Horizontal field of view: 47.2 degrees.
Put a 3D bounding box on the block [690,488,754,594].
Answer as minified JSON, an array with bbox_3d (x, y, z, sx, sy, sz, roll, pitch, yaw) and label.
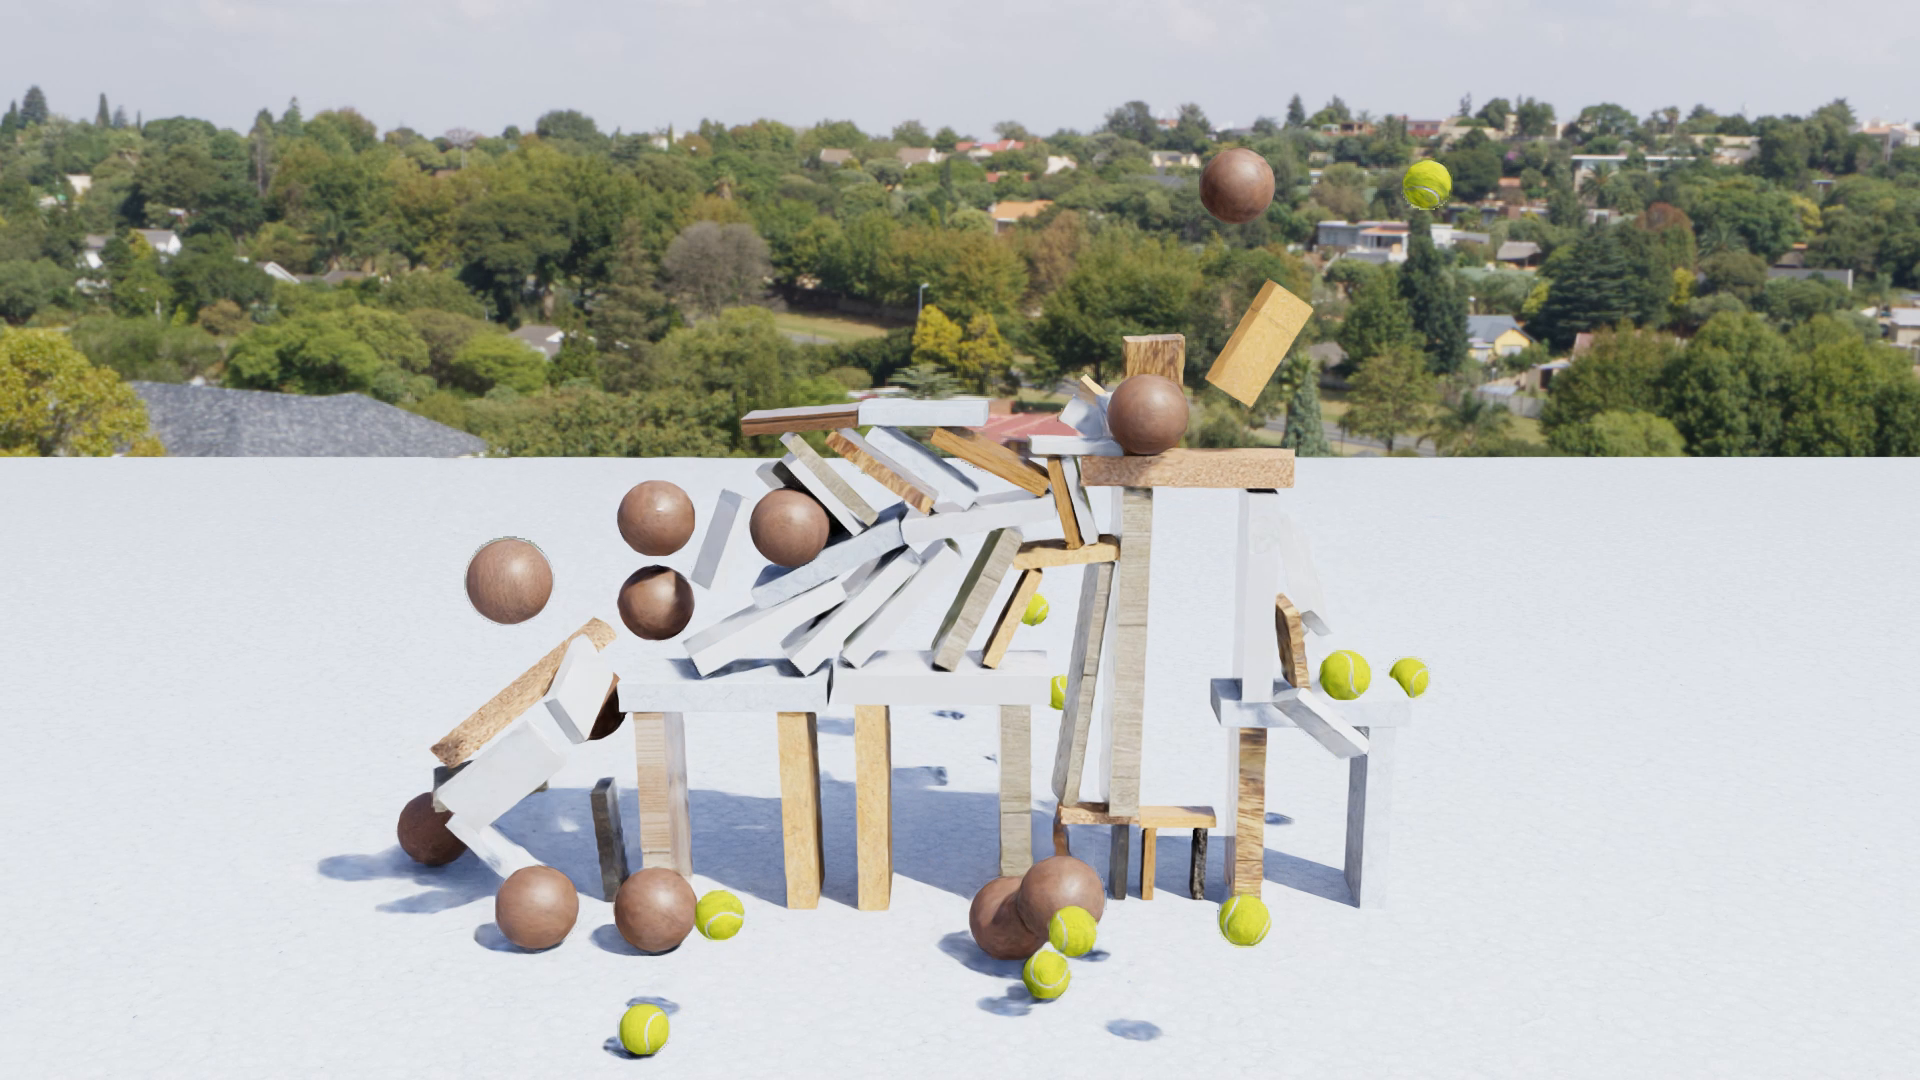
[{"bbox_3d":[-0.387,0.001,3.571,0.023,0.159,0.080,19,2,-33],"label":"block"}]

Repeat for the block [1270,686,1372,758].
[{"bbox_3d":[0.572,0.290,3.483,0.150,0.021,0.075,39,-24,-13],"label":"block"}]

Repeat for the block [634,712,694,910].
[{"bbox_3d":[-0.490,0.425,3.642,0.047,0.334,0.167,-1,10,4],"label":"block"}]

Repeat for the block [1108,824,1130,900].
[{"bbox_3d":[0.265,0.524,3.659,0.018,0.131,0.065,1,9,-6],"label":"block"}]

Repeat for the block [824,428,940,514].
[{"bbox_3d":[-0.125,-0.118,3.561,0.200,0.027,0.095,35,12,-4],"label":"block"}]

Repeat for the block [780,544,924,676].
[{"bbox_3d":[-0.178,0.104,3.613,0.268,0.038,0.134,-44,15,-2],"label":"block"}]

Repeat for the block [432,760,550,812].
[{"bbox_3d":[-0.779,0.397,3.653,0.186,0.026,0.093,-11,30,-6],"label":"block"}]

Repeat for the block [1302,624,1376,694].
[{"bbox_3d":[0.607,0.191,3.587,0.150,0.021,0.075,39,2,-14],"label":"block"}]

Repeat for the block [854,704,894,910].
[{"bbox_3d":[-0.142,0.419,3.642,0.049,0.346,0.173,-1,11,1],"label":"block"}]

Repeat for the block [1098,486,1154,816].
[{"bbox_3d":[0.272,0.172,3.628,0.048,0.538,0.168,2,7,-3],"label":"block"}]

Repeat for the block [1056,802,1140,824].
[{"bbox_3d":[0.229,0.451,3.635,0.131,0.018,0.065,1,9,-4],"label":"block"}]

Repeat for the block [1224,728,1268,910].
[{"bbox_3d":[0.472,0.439,3.643,0.043,0.307,0.153,0,11,0],"label":"block"}]

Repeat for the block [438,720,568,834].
[{"bbox_3d":[-0.709,0.367,3.406,0.182,0.091,0.026,-38,29,5],"label":"block"}]

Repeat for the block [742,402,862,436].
[{"bbox_3d":[-0.251,-0.195,3.552,0.189,0.027,0.094,-4,11,6],"label":"block"}]

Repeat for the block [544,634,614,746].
[{"bbox_3d":[-0.616,0.241,3.564,0.026,0.091,0.182,-21,27,18],"label":"block"}]

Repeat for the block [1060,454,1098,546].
[{"bbox_3d":[0.194,-0.070,3.566,0.021,0.146,0.073,-15,12,8],"label":"block"}]

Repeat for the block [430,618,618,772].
[{"bbox_3d":[-0.728,0.255,3.675,0.350,0.026,0.091,-40,21,-16],"label":"block"}]

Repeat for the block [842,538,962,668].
[{"bbox_3d":[-0.096,0.096,3.600,0.035,0.247,0.123,42,7,-10],"label":"block"}]

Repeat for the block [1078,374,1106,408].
[{"bbox_3d":[0.220,-0.234,3.688,0.014,0.095,0.048,-38,69,-18],"label":"block"}]

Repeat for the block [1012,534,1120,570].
[{"bbox_3d":[0.169,0.019,3.575,0.171,0.024,0.085,-5,14,-1],"label":"block"}]

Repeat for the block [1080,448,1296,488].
[{"bbox_3d":[0.372,-0.118,3.568,0.337,0.048,0.168,1,7,9],"label":"block"}]

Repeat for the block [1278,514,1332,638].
[{"bbox_3d":[0.568,0.059,3.645,0.027,0.190,0.095,-22,-36,20],"label":"block"}]

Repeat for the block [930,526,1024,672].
[{"bbox_3d":[0.027,0.085,3.579,0.035,0.247,0.123,26,8,-8],"label":"block"}]

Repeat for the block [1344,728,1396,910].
[{"bbox_3d":[0.678,0.438,3.643,0.043,0.307,0.153,1,11,0],"label":"block"}]

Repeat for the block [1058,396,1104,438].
[{"bbox_3d":[0.217,-0.198,3.664,0.095,0.048,0.014,33,1,24],"label":"block"}]

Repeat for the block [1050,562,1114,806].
[{"bbox_3d":[0.201,0.228,3.628,0.024,0.417,0.086,5,12,-13],"label":"block"}]

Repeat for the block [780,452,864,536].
[{"bbox_3d":[-0.224,-0.076,3.580,0.023,0.159,0.080,-44,18,-2],"label":"block"}]

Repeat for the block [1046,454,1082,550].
[{"bbox_3d":[0.169,-0.064,3.549,0.021,0.146,0.073,-13,13,8],"label":"block"}]

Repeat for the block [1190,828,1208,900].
[{"bbox_3d":[0.397,0.529,3.656,0.018,0.125,0.063,2,11,0],"label":"block"}]

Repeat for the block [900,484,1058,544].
[{"bbox_3d":[0.035,-0.043,3.562,0.247,0.035,0.123,-10,11,8],"label":"block"}]

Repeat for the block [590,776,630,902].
[{"bbox_3d":[-0.581,0.497,3.655,0.026,0.186,0.093,-6,10,1],"label":"block"}]

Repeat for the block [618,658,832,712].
[{"bbox_3d":[-0.380,0.237,3.604,0.334,0.047,0.167,0,11,0],"label":"block"}]

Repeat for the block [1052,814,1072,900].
[{"bbox_3d":[0.171,0.525,3.659,0.018,0.130,0.065,-4,10,8],"label":"block"}]

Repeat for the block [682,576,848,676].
[{"bbox_3d":[-0.322,0.132,3.611,0.268,0.038,0.134,-28,13,-9],"label":"block"}]

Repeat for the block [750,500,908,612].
[{"bbox_3d":[-0.209,0.026,3.622,0.268,0.038,0.134,-25,13,12],"label":"block"}]

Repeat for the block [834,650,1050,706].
[{"bbox_3d":[-0.028,0.225,3.606,0.346,0.049,0.173,0,11,0],"label":"block"}]

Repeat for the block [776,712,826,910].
[{"bbox_3d":[-0.263,0.424,3.646,0.047,0.334,0.167,-2,10,2],"label":"block"}]

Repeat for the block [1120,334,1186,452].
[{"bbox_3d":[0.310,-0.238,3.556,0.095,0.190,0.027,-4,26,-10],"label":"block"}]

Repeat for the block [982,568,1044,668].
[{"bbox_3d":[0.085,0.121,3.582,0.024,0.171,0.086,26,9,-5],"label":"block"}]

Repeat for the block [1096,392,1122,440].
[{"bbox_3d":[0.256,-0.195,3.621,0.048,0.095,0.014,-5,-15,-29],"label":"block"}]

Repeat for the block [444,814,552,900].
[{"bbox_3d":[-0.768,0.515,3.661,0.186,0.026,0.093,43,7,-5],"label":"block"}]

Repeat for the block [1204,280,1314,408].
[{"bbox_3d":[0.487,-0.320,3.580,0.095,0.190,0.027,27,9,-37],"label":"block"}]

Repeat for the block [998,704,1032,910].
[{"bbox_3d":[0.090,0.419,3.641,0.049,0.346,0.173,-1,11,-1],"label":"block"}]

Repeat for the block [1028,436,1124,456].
[{"bbox_3d":[0.185,-0.152,3.538,0.146,0.021,0.073,2,9,-4],"label":"block"}]

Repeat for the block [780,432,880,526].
[{"bbox_3d":[-0.213,-0.102,3.582,0.027,0.189,0.094,-46,14,-1],"label":"block"}]

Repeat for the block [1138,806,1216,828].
[{"bbox_3d":[0.358,0.458,3.643,0.125,0.018,0.063,0,11,0],"label":"block"}]

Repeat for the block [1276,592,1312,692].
[{"bbox_3d":[0.537,0.169,3.567,0.021,0.150,0.075,-16,26,-7],"label":"block"}]

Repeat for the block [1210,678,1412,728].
[{"bbox_3d":[0.573,0.266,3.611,0.307,0.043,0.153,0,11,0],"label":"block"}]

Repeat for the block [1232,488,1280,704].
[{"bbox_3d":[0.480,0.080,3.572,0.048,0.337,0.168,1,11,1],"label":"block"}]

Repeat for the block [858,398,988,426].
[{"bbox_3d":[-0.057,-0.205,3.530,0.199,0.028,0.099,1,12,5],"label":"block"}]

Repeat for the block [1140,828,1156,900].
[{"bbox_3d":[0.312,0.529,3.656,0.018,0.125,0.063,2,11,0],"label":"block"}]

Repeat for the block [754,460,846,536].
[{"bbox_3d":[-0.266,-0.068,3.658,0.023,0.159,0.080,-51,19,-17],"label":"block"}]

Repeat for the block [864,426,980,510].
[{"bbox_3d":[-0.059,-0.124,3.550,0.199,0.028,0.099,35,12,-3],"label":"block"}]

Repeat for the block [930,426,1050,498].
[{"bbox_3d":[0.052,-0.134,3.539,0.199,0.028,0.099,26,13,-1],"label":"block"}]
